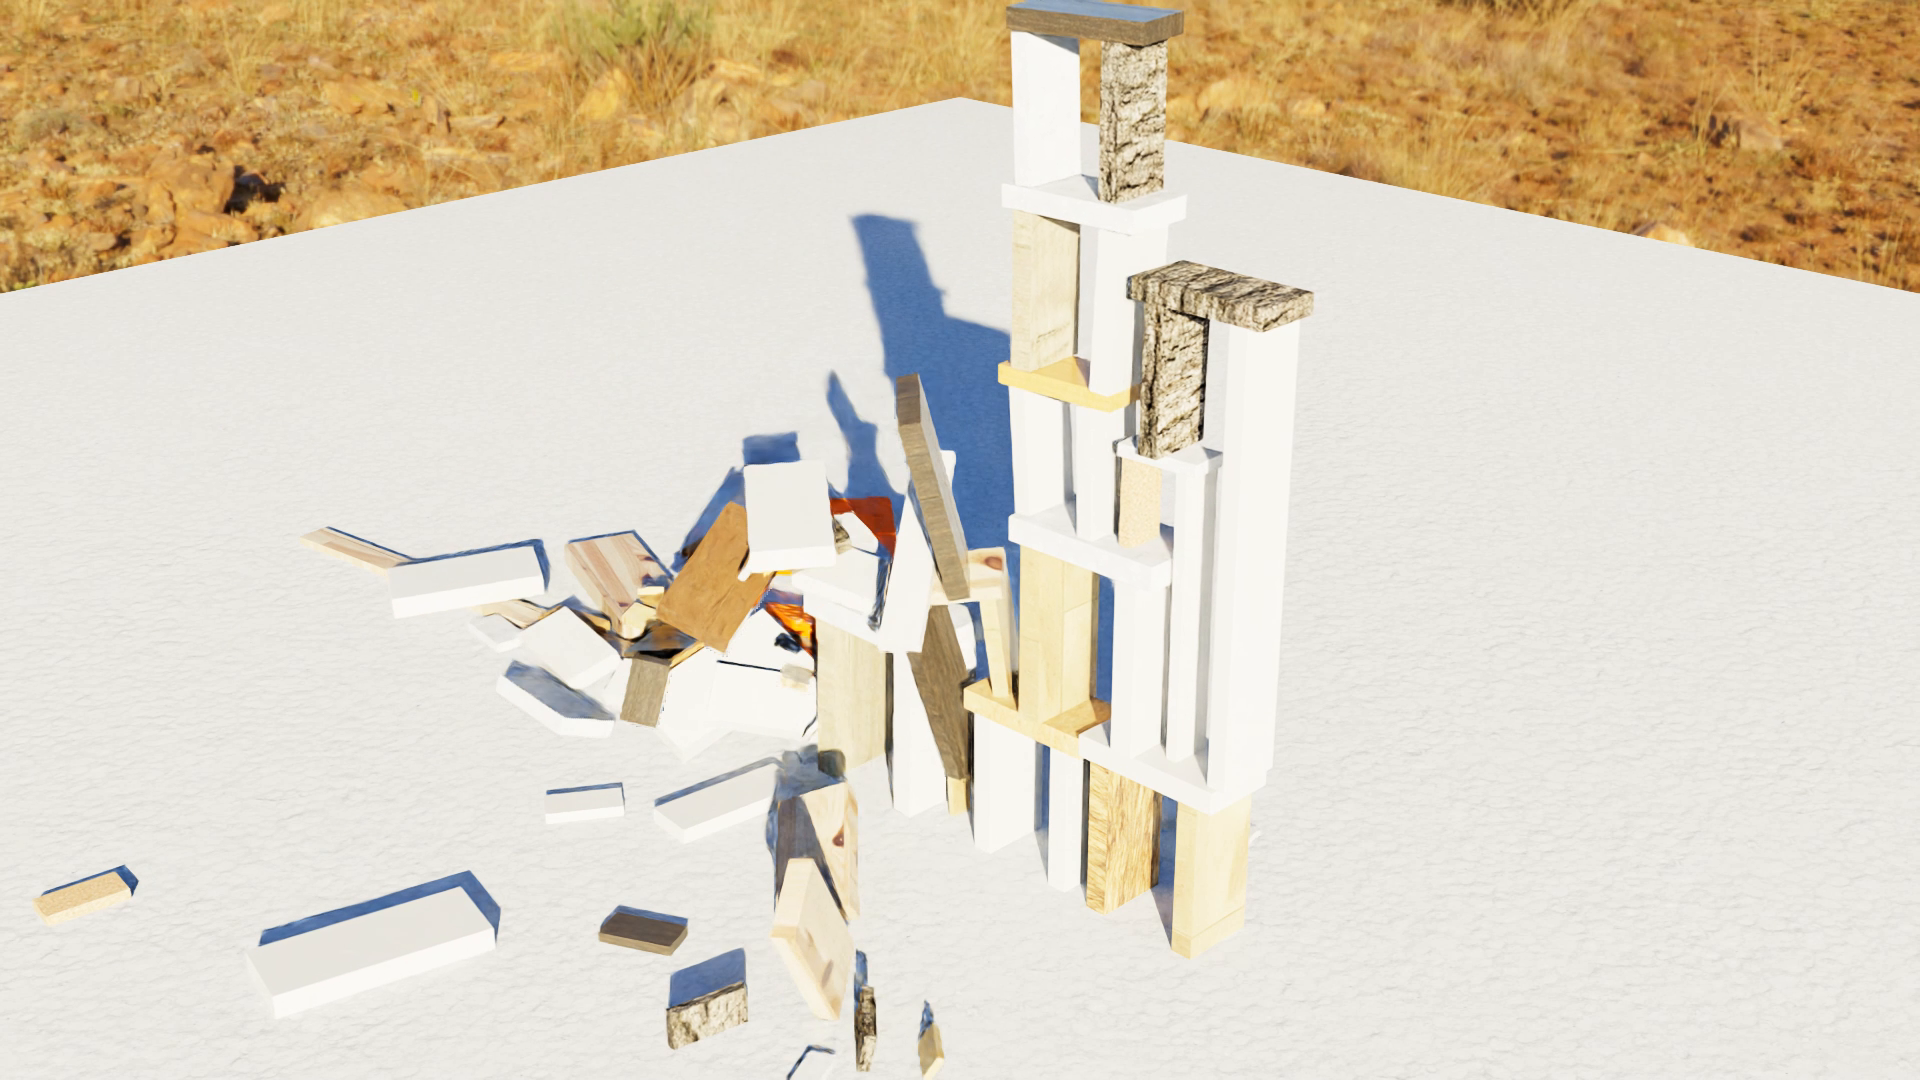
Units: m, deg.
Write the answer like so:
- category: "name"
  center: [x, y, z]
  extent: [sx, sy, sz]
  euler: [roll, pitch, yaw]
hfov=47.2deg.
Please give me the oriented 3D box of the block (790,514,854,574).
- category: "block"
  center: [-0.318, -0.011, 4.476]
  extent: [0.133, 0.038, 0.265]
  euler: [-24, 22, -11]

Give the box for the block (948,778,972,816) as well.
- category: "block"
  center: [-0.001, 0.506, 4.444]
  extent: [0.014, 0.096, 0.048]
  euler: [17, 28, 42]

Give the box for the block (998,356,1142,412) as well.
- category: "block"
  center: [0.201, -0.282, 3.865]
  extent: [0.245, 0.035, 0.122]
  euler: [18, 29, 36]

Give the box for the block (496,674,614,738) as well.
- category: "block"
  center: [-0.885, 0.361, 4.800]
  extent: [0.134, 0.038, 0.268]
  euler: [9, 11, -44]

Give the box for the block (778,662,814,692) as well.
- category: "block"
  center: [-0.317, 0.266, 4.255]
  extent: [0.056, 0.016, 0.112]
  euler: [18, 11, -3]

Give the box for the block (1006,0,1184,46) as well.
- category: "block"
  center: [0.222, -0.855, 3.614]
  extent: [0.262, 0.037, 0.131]
  euler: [15, 27, 31]

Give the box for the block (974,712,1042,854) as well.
- category: "block"
  center: [0.096, 0.452, 4.314]
  extent: [0.042, 0.297, 0.148]
  euler: [21, 31, 41]

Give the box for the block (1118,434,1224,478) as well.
- category: "block"
  center: [0.361, -0.147, 3.767]
  extent: [0.166, 0.023, 0.083]
  euler: [19, 29, 37]

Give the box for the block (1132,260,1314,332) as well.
- category: "block"
  center: [0.427, -0.400, 3.592]
  extent: [0.270, 0.038, 0.135]
  euler: [21, 31, 40]

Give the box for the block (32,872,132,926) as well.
- category: "block"
  center: [-1.653, 0.676, 4.140]
  extent: [0.156, 0.022, 0.078]
  euler: [-18, 29, -36]

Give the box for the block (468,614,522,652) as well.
- category: "block"
  center: [-1.096, 0.220, 5.214]
  extent: [0.078, 0.022, 0.157]
  euler: [-17, 28, -34]

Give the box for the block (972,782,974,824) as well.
- category: "block"
  center: [0.047, 0.524, 4.402]
  extent: [0.014, 0.096, 0.048]
  euler: [18, 29, 41]

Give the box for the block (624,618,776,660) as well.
- category: "block"
  center: [-0.587, 0.236, 4.988]
  extent: [0.317, 0.045, 0.158]
  euler: [-5, 18, 27]

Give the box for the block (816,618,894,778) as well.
- category: "block"
  center: [-0.216, 0.302, 4.593]
  extent: [0.050, 0.355, 0.177]
  euler: [21, 31, 38]

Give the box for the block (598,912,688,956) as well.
- category: "block"
  center: [-0.581, 0.722, 4.032]
  extent: [0.145, 0.021, 0.072]
  euler: [8, 24, 18]

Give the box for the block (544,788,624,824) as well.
- category: "block"
  center: [-0.763, 0.539, 4.462]
  extent: [0.156, 0.022, 0.078]
  euler: [-5, 23, -11]

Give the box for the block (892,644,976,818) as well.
- category: "block"
  center: [-0.051, 0.367, 4.440]
  extent: [0.177, 0.355, 0.050]
  euler: [-20, 32, -39]

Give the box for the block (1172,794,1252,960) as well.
- category: "block"
  center: [0.455, 0.588, 3.977]
  extent: [0.044, 0.310, 0.155]
  euler: [21, 31, 41]

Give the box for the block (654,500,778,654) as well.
- category: "block"
  center: [-0.487, 0.074, 4.597]
  extent: [0.164, 0.047, 0.329]
  euler: [28, 49, 2]

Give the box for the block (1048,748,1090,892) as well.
- category: "block"
  center: [0.236, 0.507, 4.185]
  extent: [0.042, 0.297, 0.148]
  euler: [21, 31, 41]

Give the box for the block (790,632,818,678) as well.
- category: "block"
  center: [-0.333, 0.301, 4.871]
  extent: [0.158, 0.045, 0.317]
  euler: [-19, 29, -33]

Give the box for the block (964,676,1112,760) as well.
- category: "block"
  center: [0.165, 0.324, 4.183]
  extent: [0.297, 0.042, 0.148]
  euler: [21, 31, 40]

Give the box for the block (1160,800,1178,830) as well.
- category: "block"
  center: [0.472, 0.551, 4.435]
  extent: [0.157, 0.022, 0.078]
  euler: [-2, 23, -6]

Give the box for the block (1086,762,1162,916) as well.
- category: "block"
  center: [0.309, 0.531, 4.111]
  extent: [0.044, 0.310, 0.155]
  euler: [21, 31, 41]

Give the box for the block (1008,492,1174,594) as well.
- category: "block"
  center: [0.267, 0.000, 3.934]
  extent: [0.335, 0.047, 0.167]
  euler: [21, 31, 40]

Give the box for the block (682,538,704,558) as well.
- category: "block"
  center: [-0.627, 0.035, 5.651]
  extent: [0.156, 0.022, 0.078]
  euler: [13, 26, 28]

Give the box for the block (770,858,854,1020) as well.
- category: "block"
  center: [-0.247, 0.680, 3.733]
  extent: [0.042, 0.295, 0.148]
  euler: [0, 52, 15]

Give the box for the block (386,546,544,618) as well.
- category: "block"
  center: [-1.214, 0.101, 5.395]
  extent: [0.359, 0.051, 0.180]
  euler: [-10, 26, -15]

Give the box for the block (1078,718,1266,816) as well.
- category: "block"
  center: [0.382, 0.397, 3.975]
  extent: [0.310, 0.044, 0.155]
  euler: [21, 31, 41]

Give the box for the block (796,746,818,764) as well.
- category: "block"
  center: [-0.298, 0.453, 4.675]
  extent: [0.092, 0.013, 0.046]
  euler: [-8, 24, -18]

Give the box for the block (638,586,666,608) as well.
- category: "block"
  center: [-0.721, 0.135, 5.191]
  extent: [0.061, 0.017, 0.121]
  euler: [-6, -16, 0]

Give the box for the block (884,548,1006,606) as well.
- category: "block"
  center: [-0.027, 0.072, 4.125]
  extent: [0.221, 0.031, 0.110]
  euler: [-6, 40, 11]

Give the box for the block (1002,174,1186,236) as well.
- category: "block"
  center: [0.226, -0.575, 3.726]
  extent: [0.285, 0.040, 0.143]
  euler: [19, 30, 38]

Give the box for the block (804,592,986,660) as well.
- category: "block"
  center: [-0.132, 0.149, 4.434]
  extent: [0.177, 0.050, 0.355]
  euler: [-21, 31, -40]

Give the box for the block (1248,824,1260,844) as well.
- category: "block"
  center: [0.550, 0.589, 4.355]
  extent: [0.048, 0.014, 0.095]
  euler: [17, 29, 35]

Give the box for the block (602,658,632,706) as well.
- category: "block"
  center: [-0.670, 0.323, 4.880]
  extent: [0.224, 0.032, 0.112]
  euler: [4, 44, 24]

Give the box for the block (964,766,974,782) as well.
- category: "block"
  center: [0.023, 0.462, 4.406]
  extent: [0.096, 0.014, 0.048]
  euler: [21, 31, 40]
